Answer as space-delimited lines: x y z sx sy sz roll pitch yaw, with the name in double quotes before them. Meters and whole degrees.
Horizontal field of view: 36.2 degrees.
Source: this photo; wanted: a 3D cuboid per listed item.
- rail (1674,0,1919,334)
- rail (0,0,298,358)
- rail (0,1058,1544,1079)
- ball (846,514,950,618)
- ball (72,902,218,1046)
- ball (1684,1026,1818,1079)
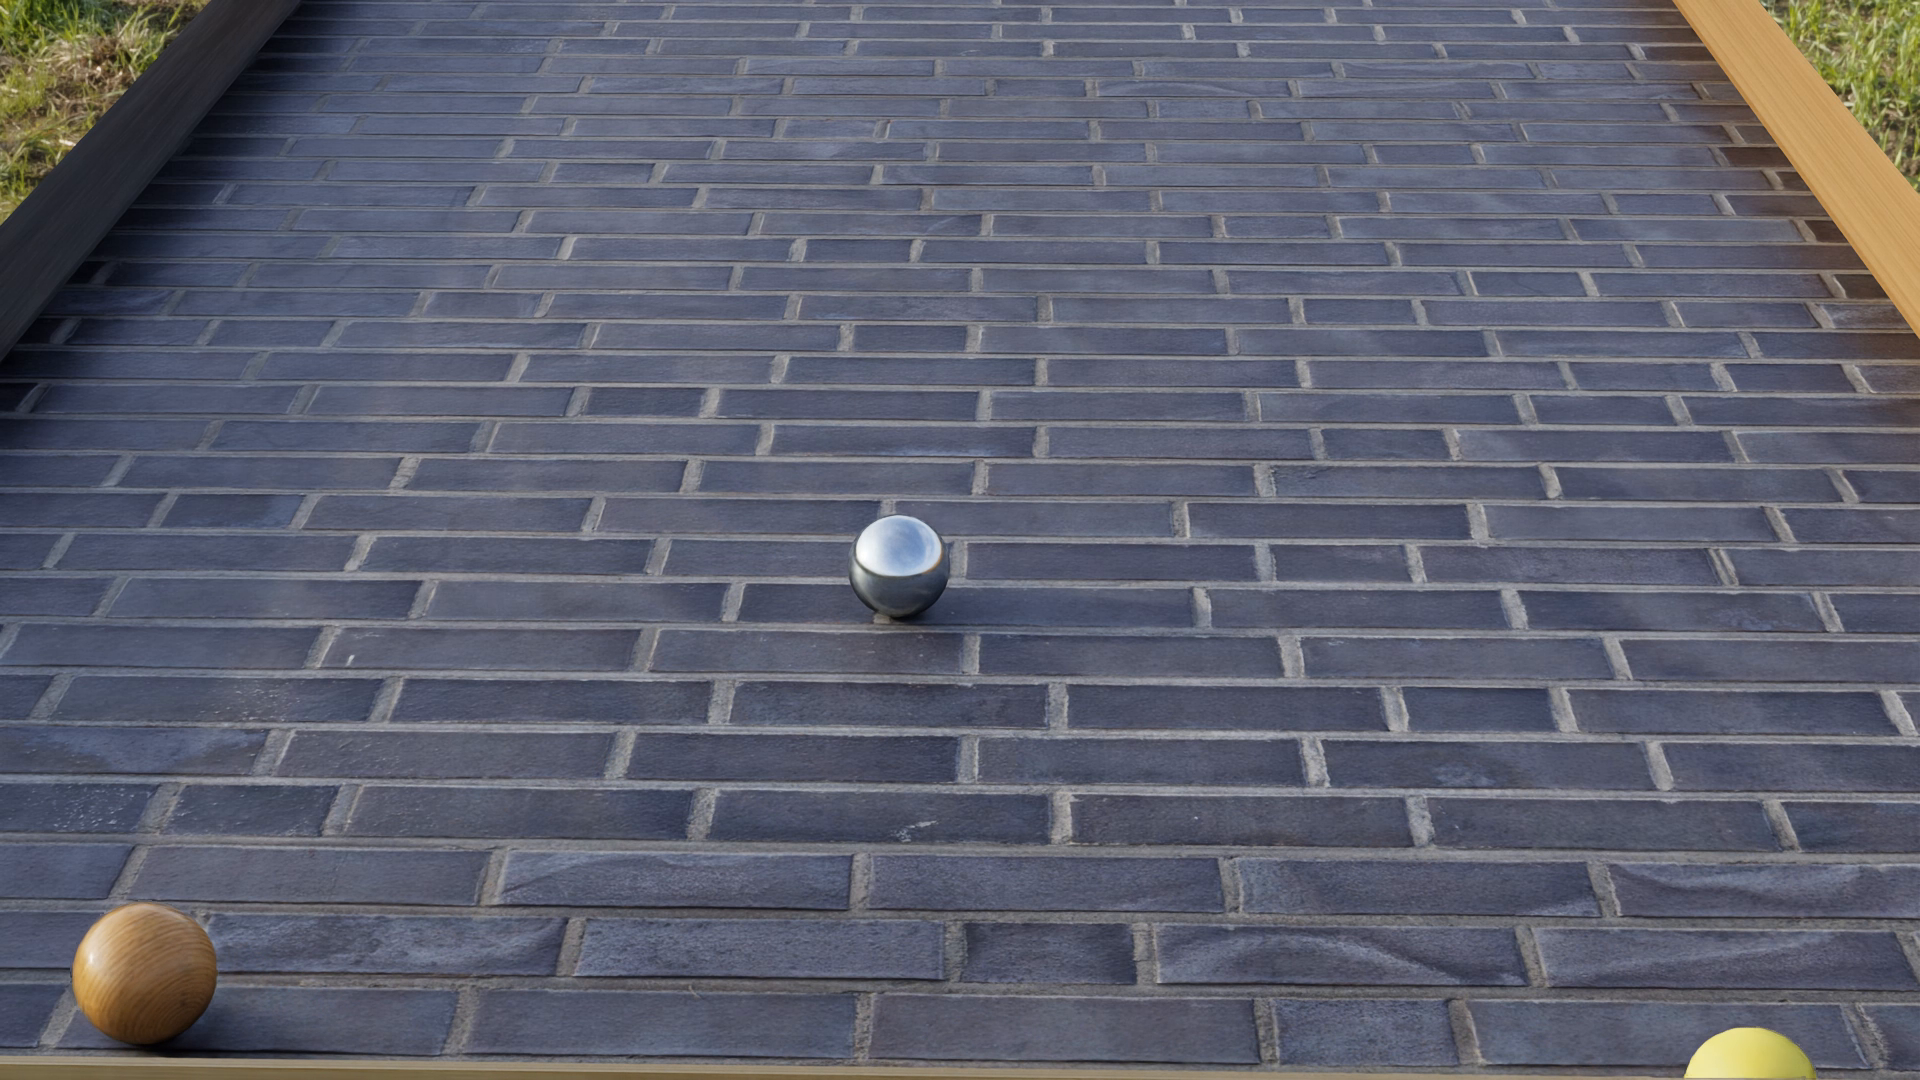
"rail" 0.750 -0.291 2.493 0.045 0.091 2.645 1 26 1
"rail" -0.721 -0.305 2.522 0.045 0.091 2.645 1 26 1
"rail" -0.014 0.266 1.338 1.519 0.091 0.045 1 26 1
"ball" -0.039 0.017 1.885 0.066 0.066 0.066 0 26 0
"ball" -0.406 0.216 1.467 0.070 0.070 0.070 0 26 0
"ball" 0.372 0.261 1.383 0.063 0.063 0.063 0 26 0
